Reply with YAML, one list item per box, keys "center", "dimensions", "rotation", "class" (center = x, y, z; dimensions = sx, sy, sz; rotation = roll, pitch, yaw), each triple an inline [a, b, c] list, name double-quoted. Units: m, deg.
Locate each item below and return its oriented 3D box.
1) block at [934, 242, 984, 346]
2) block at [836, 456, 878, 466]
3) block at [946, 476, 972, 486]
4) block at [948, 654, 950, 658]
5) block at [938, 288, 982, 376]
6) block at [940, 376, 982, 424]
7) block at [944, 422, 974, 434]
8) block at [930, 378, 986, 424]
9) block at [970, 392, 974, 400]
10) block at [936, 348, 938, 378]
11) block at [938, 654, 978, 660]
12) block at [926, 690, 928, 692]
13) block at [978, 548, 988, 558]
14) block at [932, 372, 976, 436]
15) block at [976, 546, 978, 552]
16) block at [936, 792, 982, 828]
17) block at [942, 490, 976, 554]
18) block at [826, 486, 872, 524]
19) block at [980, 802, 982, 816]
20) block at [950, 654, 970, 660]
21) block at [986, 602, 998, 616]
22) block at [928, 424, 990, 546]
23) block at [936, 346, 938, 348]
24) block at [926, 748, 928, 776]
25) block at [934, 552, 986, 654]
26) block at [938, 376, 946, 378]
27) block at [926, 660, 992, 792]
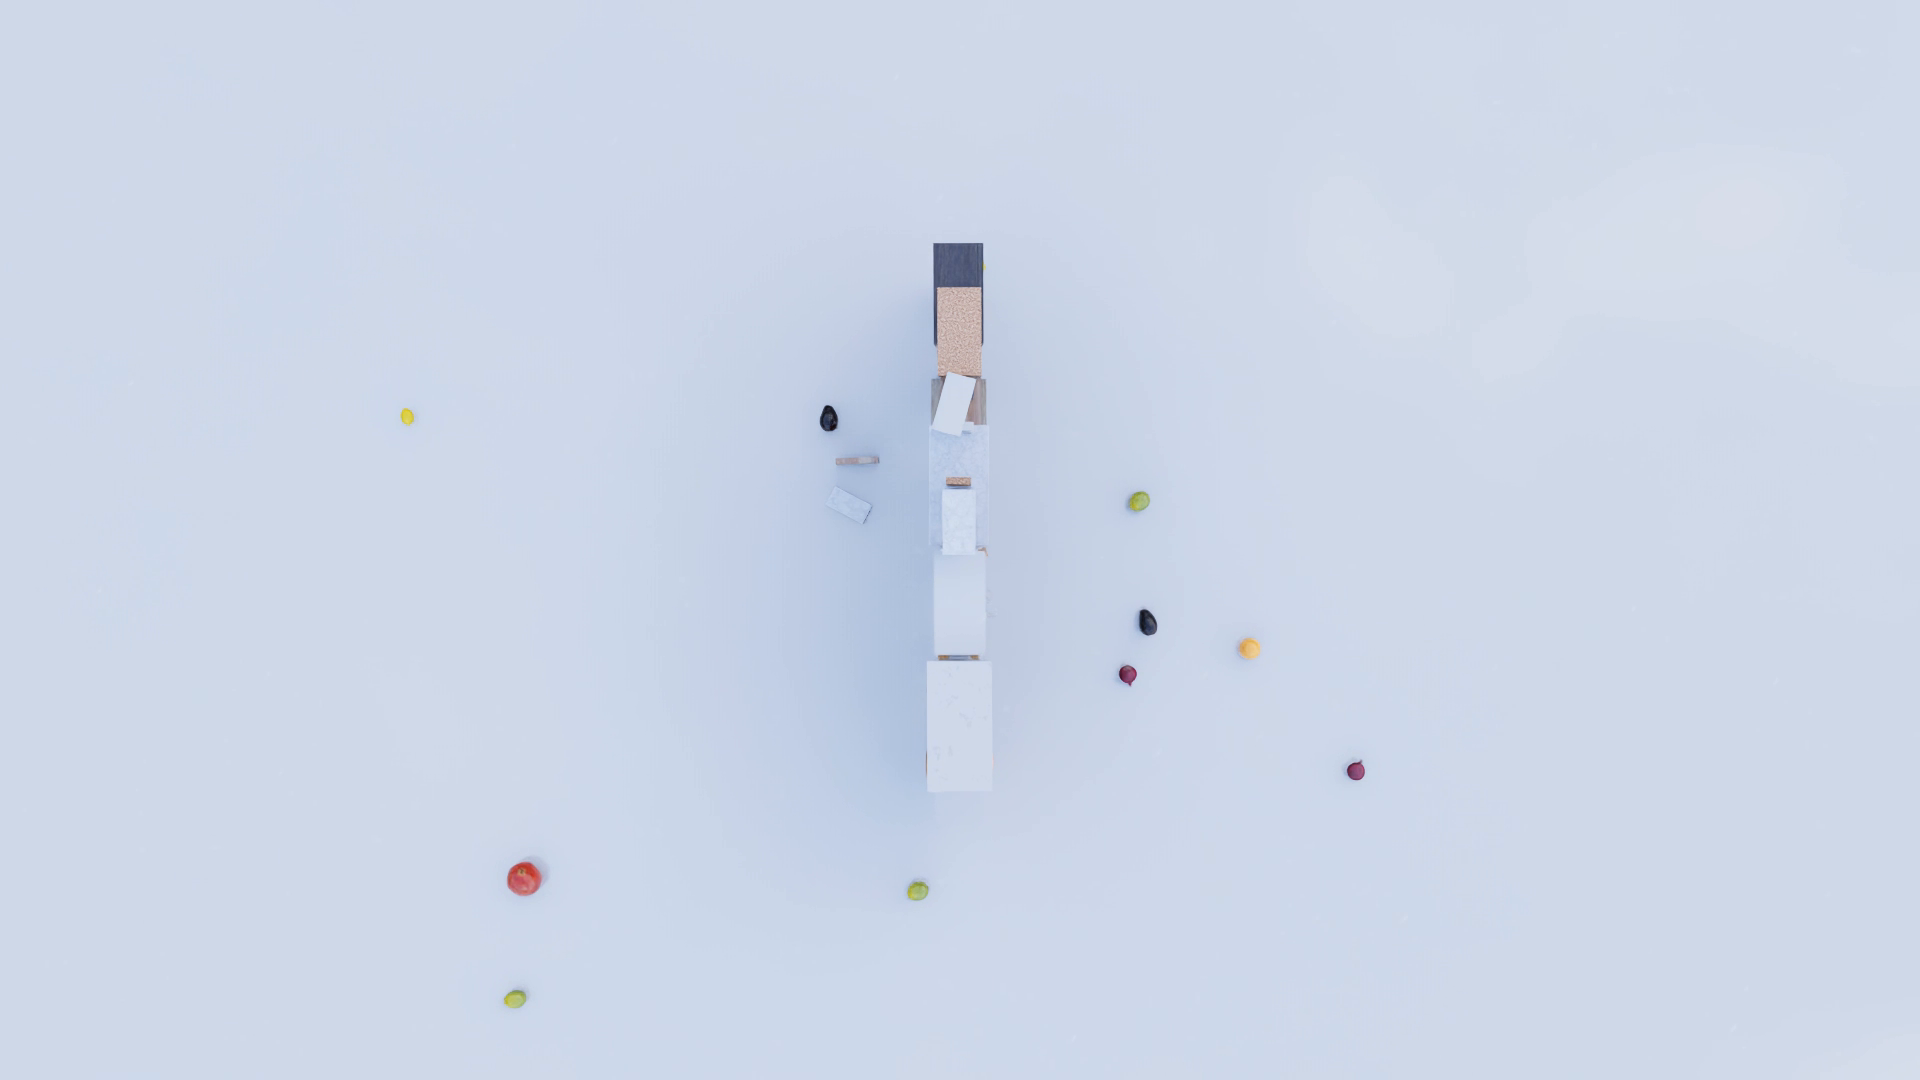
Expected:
- center: [-0.005, -0.723, 4.855]
  dimensions: [0.147, 0.042, 0.294]
  rotation: [0, 90, 0]
  class: "block"
- center: [-0.340, -0.262, 5.465]
  dimensions: [0.140, 0.070, 0.020]
  rotation: [-3, 90, 0]
  class: "block"
- center: [-0.004, -0.165, 4.645]
  dimensions: [0.070, 0.140, 0.020]
  rotation: [1, 90, 0]
  class: "block"
- center: [-0.002, 0.345, 5.100]
  dimensions: [0.065, 0.130, 0.018]
  rotation: [0, 98, 0]
  class: "block"
- center: [-0.002, -0.576, 4.574]
  dimensions: [0.122, 0.034, 0.243]
  rotation: [0, 90, 0]
  class: "block"
- center: [0.002, -0.453, 4.853]
  dimensions: [0.119, 0.034, 0.238]
  rotation: [0, 90, 0]
  class: "block"
- center: [-0.003, -0.315, 4.633]
  dimensions: [0.081, 0.163, 0.023]
  rotation: [0, 90, 0]
  class: "block"
- center: [-0.004, -0.327, 5.132]
  dimensions: [0.172, 0.049, 0.344]
  rotation: [0, 90, 0]
  class: "block"
- center: [-0.002, -0.423, 4.694]
  dimensions: [0.081, 0.284, 0.023]
  rotation: [0, 90, 0]
  class: "block"
- center: [-0.004, -0.648, 5.191]
  dimensions: [0.144, 0.041, 0.289]
  rotation: [0, 90, 0]
  class: "block"
- center: [-0.003, 0.487, 5.225]
  dimensions: [0.128, 0.036, 0.257]
  rotation: [-1, 90, 0]
  class: "block"
- center: [-0.004, 0.396, 4.764]
  dimensions: [0.179, 0.358, 0.051]
  rotation: [1, 90, 0]
  class: "block"
- center: [0.035, 0.055, 5.063]
  dimensions: [0.102, 0.203, 0.029]
  rotation: [-21, 90, 0]
  class: "block"
- center: [-0.016, -0.373, 4.540]
  dimensions: [0.081, 0.023, 0.163]
  rotation: [16, 90, 0]
  class: "block"
- center: [0.001, 0.107, 4.947]
  dimensions: [0.102, 0.029, 0.203]
  rotation: [1, 90, 0]
  class: "block"
- center: [-0.008, 0.732, 5.012]
  dimensions: [0.136, 0.039, 0.272]
  rotation: [-2, 90, 0]
  class: "block"
- center: [-0.003, -0.049, 4.523]
  dimensions: [0.090, 0.025, 0.179]
  rotation: [0, 90, 0]
  class: "block"
- center: [-0.369, -0.116, 5.490]
  dimensions: [0.139, 0.020, 0.070]
  rotation: [28, 90, 0]
  class: "block"
- center: [-0.003, 0.826, 5.266]
  dimensions: [0.136, 0.468, 0.039]
  rotation: [0, 90, 0]
  class: "block"
- center: [0.002, 0.307, 5.025]
  dimensions: [0.065, 0.018, 0.130]
  rotation: [1, 89, 0]
  class: "block"
- center: [0.062, 0.214, 5.062]
  dimensions: [0.102, 0.203, 0.029]
  rotation: [1, 84, 0]
  class: "block"
- center: [-0.003, -0.157, 4.739]
  dimensions: [0.172, 0.049, 0.344]
  rotation: [0, 90, 0]
  class: "block"
- center: [-0.004, -0.626, 5.023]
  dimensions: [0.147, 0.294, 0.042]
  rotation: [0, 90, 0]
  class: "block"
- center: [-0.007, 0.633, 4.789]
  dimensions: [0.179, 0.409, 0.051]
  rotation: [-1, 90, 0]
  class: "block"
- center: [-0.001, 0.176, 4.623]
  dimensions: [0.144, 0.041, 0.288]
  rotation: [0, 89, 0]
  class: "block"
- center: [-0.002, -0.495, 4.714]
  dimensions: [0.122, 0.245, 0.034]
  rotation: [0, 90, 0]
  class: "block"
- center: [-0.001, 0.513, 4.559]
  dimensions: [0.179, 0.051, 0.358]
  rotation: [0, 90, 0]
  class: "block"
